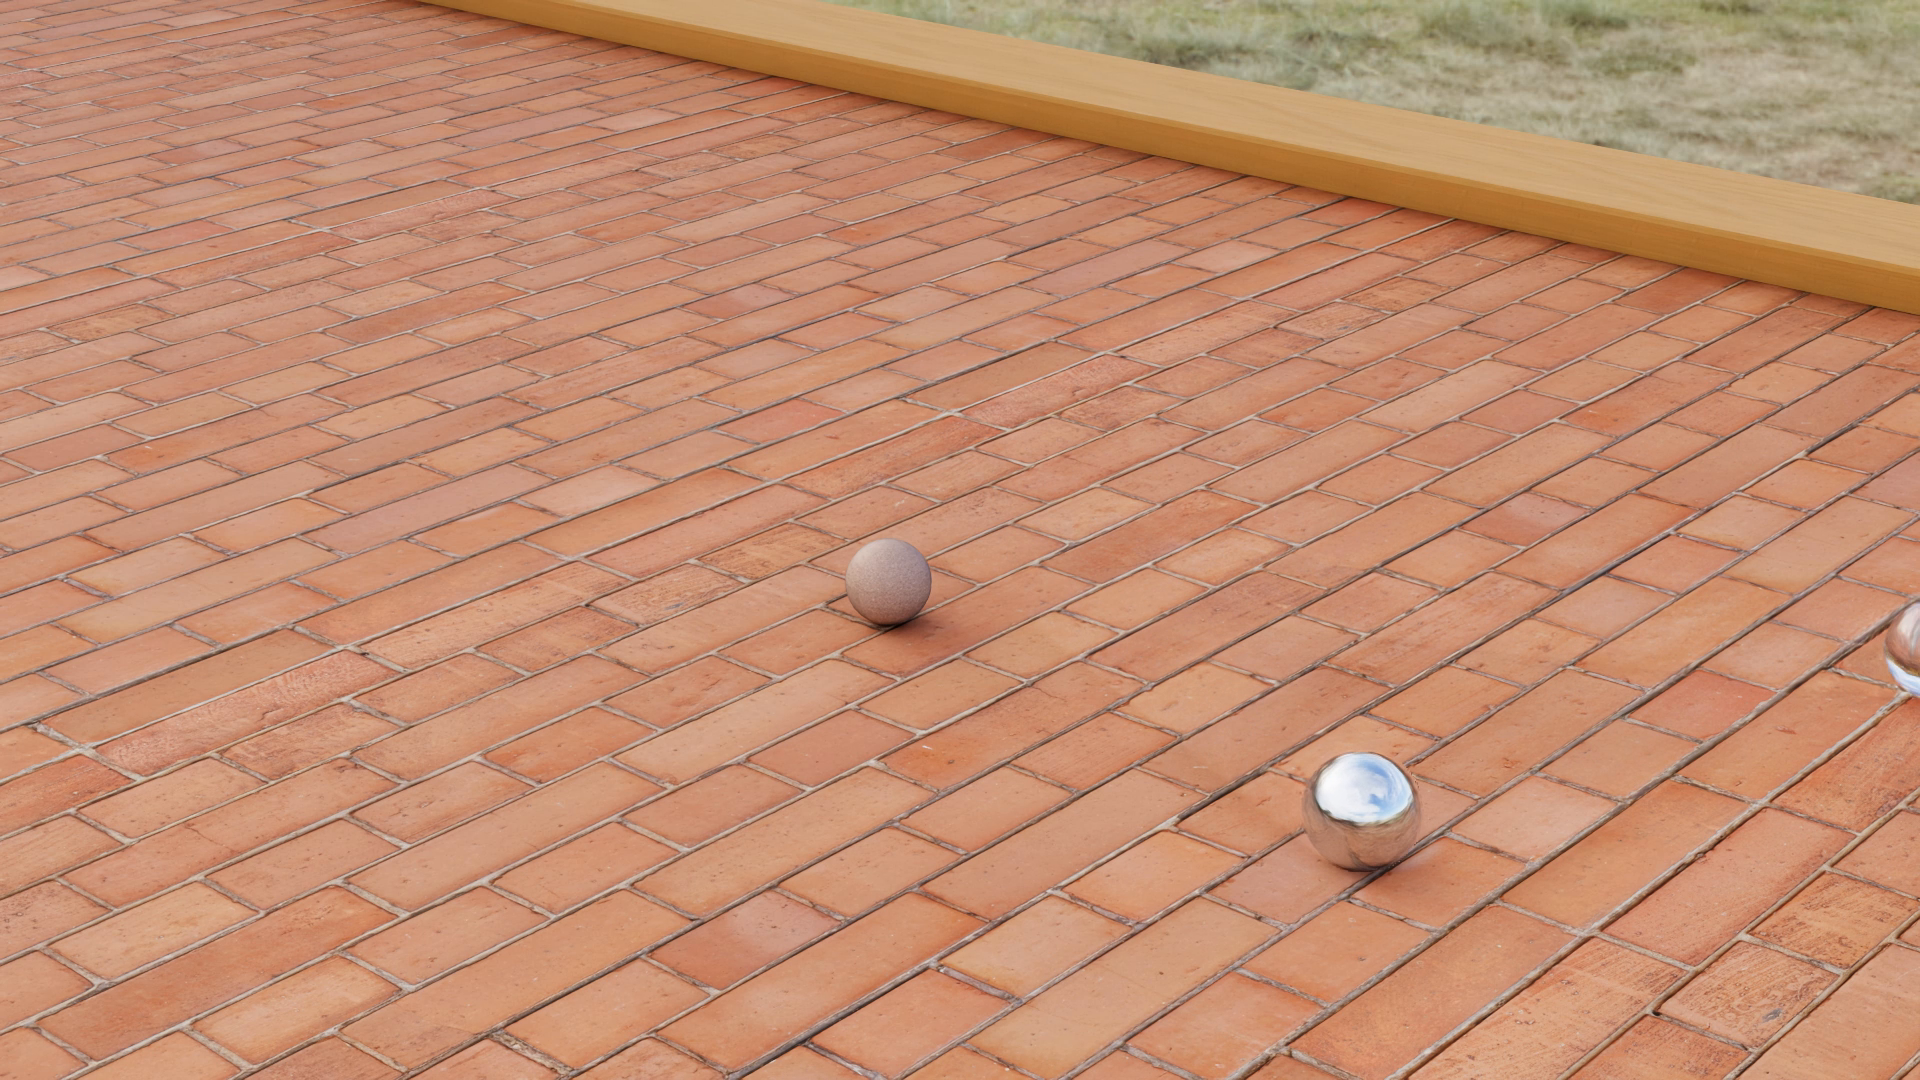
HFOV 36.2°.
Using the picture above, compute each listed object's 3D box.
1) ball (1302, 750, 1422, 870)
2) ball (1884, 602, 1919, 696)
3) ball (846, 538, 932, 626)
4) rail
[{"bbox_3d":[0.278,0.188,2.040,0.083,0.083,0.083,0,22,0],"label":"ball"},{"bbox_3d":[0.763,0.085,2.296,0.079,0.079,0.079,0,22,0],"label":"ball"},{"bbox_3d":[-0.059,0.034,2.432,0.072,0.072,0.072,0,22,0],"label":"ball"},{"bbox_3d":[-0.024,-0.641,4.029,4.380,0.119,0.045,18,28,37],"label":"rail"}]
